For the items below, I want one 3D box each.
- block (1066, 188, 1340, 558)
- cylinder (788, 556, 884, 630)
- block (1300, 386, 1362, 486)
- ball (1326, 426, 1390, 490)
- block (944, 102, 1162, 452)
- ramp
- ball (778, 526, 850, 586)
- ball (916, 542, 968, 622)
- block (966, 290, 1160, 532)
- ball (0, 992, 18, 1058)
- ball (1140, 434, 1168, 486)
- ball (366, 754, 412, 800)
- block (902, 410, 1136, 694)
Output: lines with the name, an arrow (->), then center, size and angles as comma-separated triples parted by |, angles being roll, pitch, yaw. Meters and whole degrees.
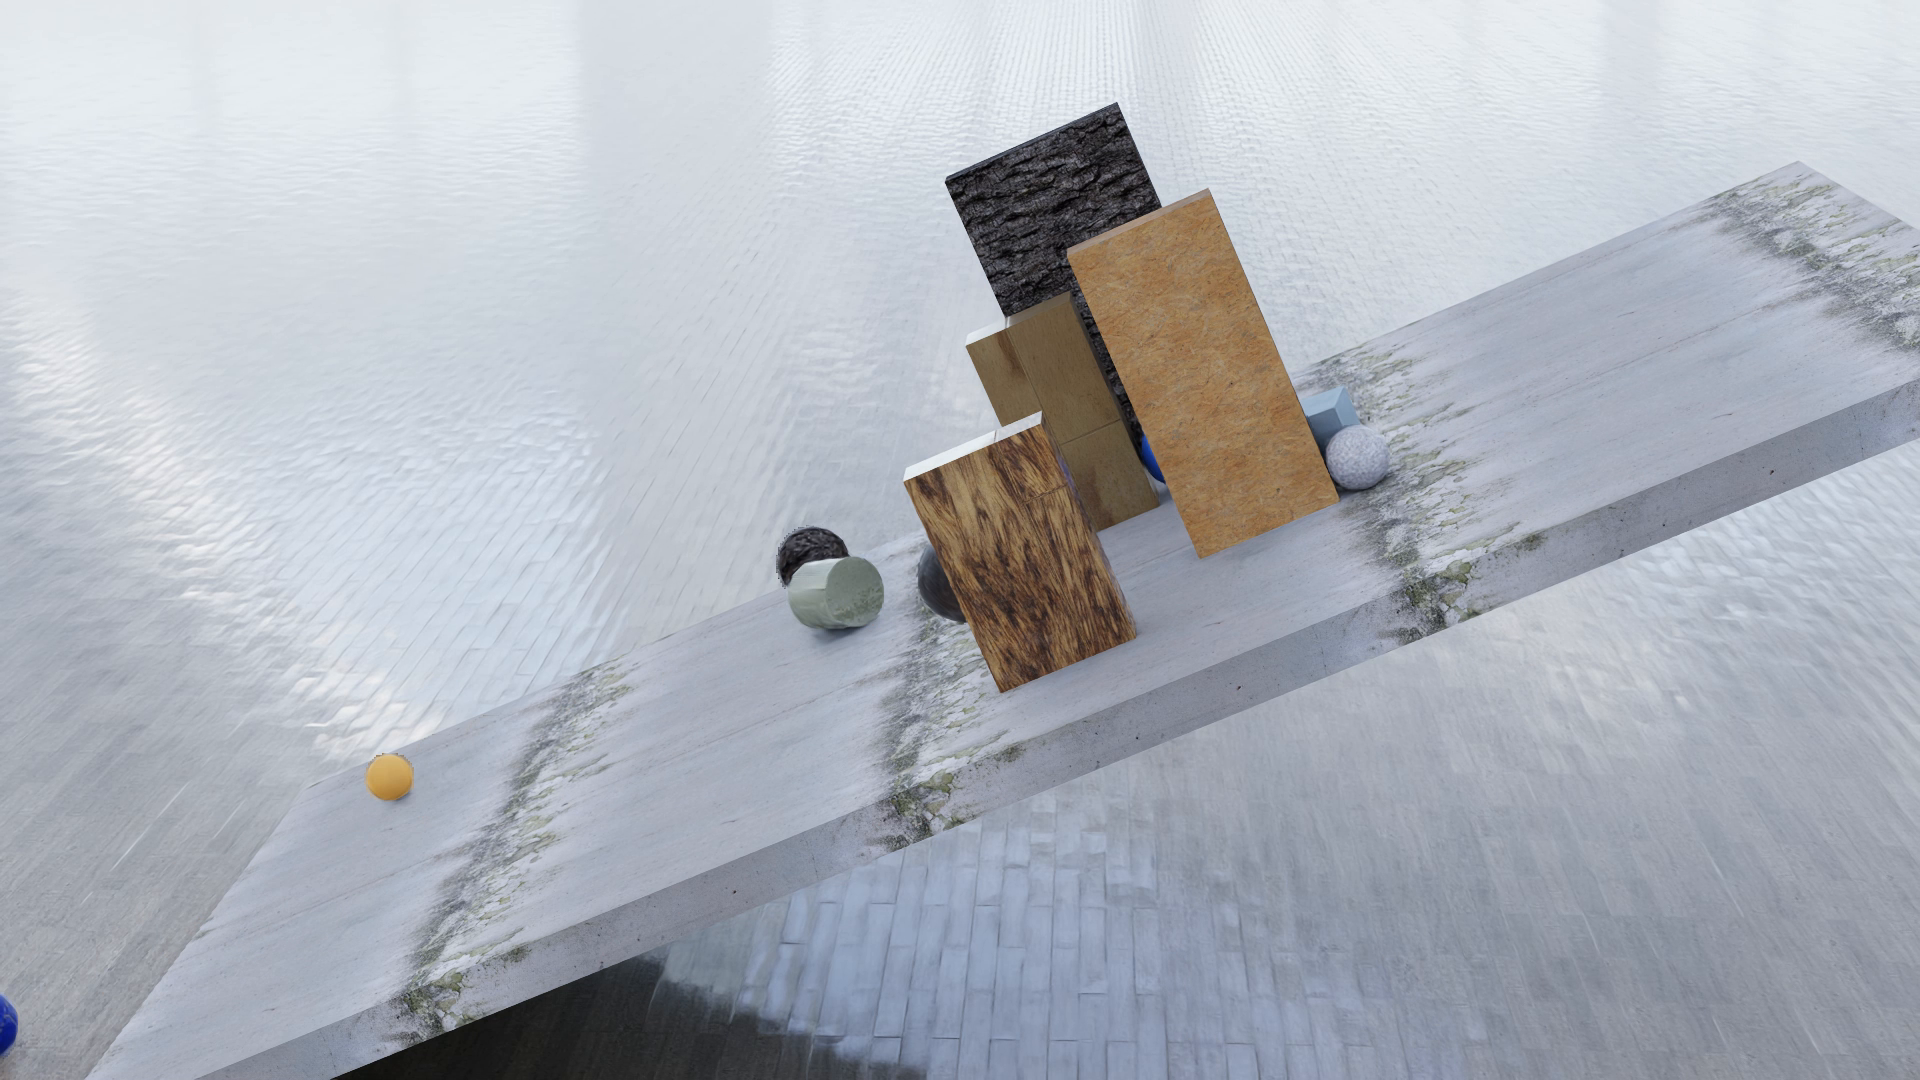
block -> 0.489, -0.330, 5.885 | 0.306, 0.673, 0.098 | -23, 13, 8
cylinder -> -0.281, 0.121, 6.657 | 0.158, 0.158, 0.158 | -11, 3, -35
block -> 0.739, -0.199, 6.064 | 0.159, 0.159, 0.159 | -20, 14, 21
ball -> 0.796, -0.166, 5.891 | 0.129, 0.129, 0.129 | 0, 15, 0
block -> 0.325, -0.570, 6.888 | 0.434, 0.791, 0.097 | -23, 13, 8
ramp -> 0.132, 0.170, 6.284 | 4.000, 0.100, 2.000 | -23, 13, 8
ball -> -0.348, 0.055, 7.021 | 0.172, 0.172, 0.172 | 0, 15, 0
ball -> 0.008, 0.075, 6.220 | 0.199, 0.199, 0.199 | 0, 15, 0
block -> 0.228, -0.265, 6.502 | 0.247, 0.499, 0.132 | -23, 13, 8
ball -> -2.051, 1.014, 6.139 | 0.164, 0.164, 0.164 | 0, 15, 0
ball -> 0.487, -0.203, 6.512 | 0.173, 0.173, 0.173 | 0, 15, 0
ball -> -1.351, 0.563, 6.968 | 0.108, 0.108, 0.108 | 0, 15, 0
block -> 0.117, 0.024, 5.632 | 0.284, 0.457, 0.109 | -23, 13, 8
